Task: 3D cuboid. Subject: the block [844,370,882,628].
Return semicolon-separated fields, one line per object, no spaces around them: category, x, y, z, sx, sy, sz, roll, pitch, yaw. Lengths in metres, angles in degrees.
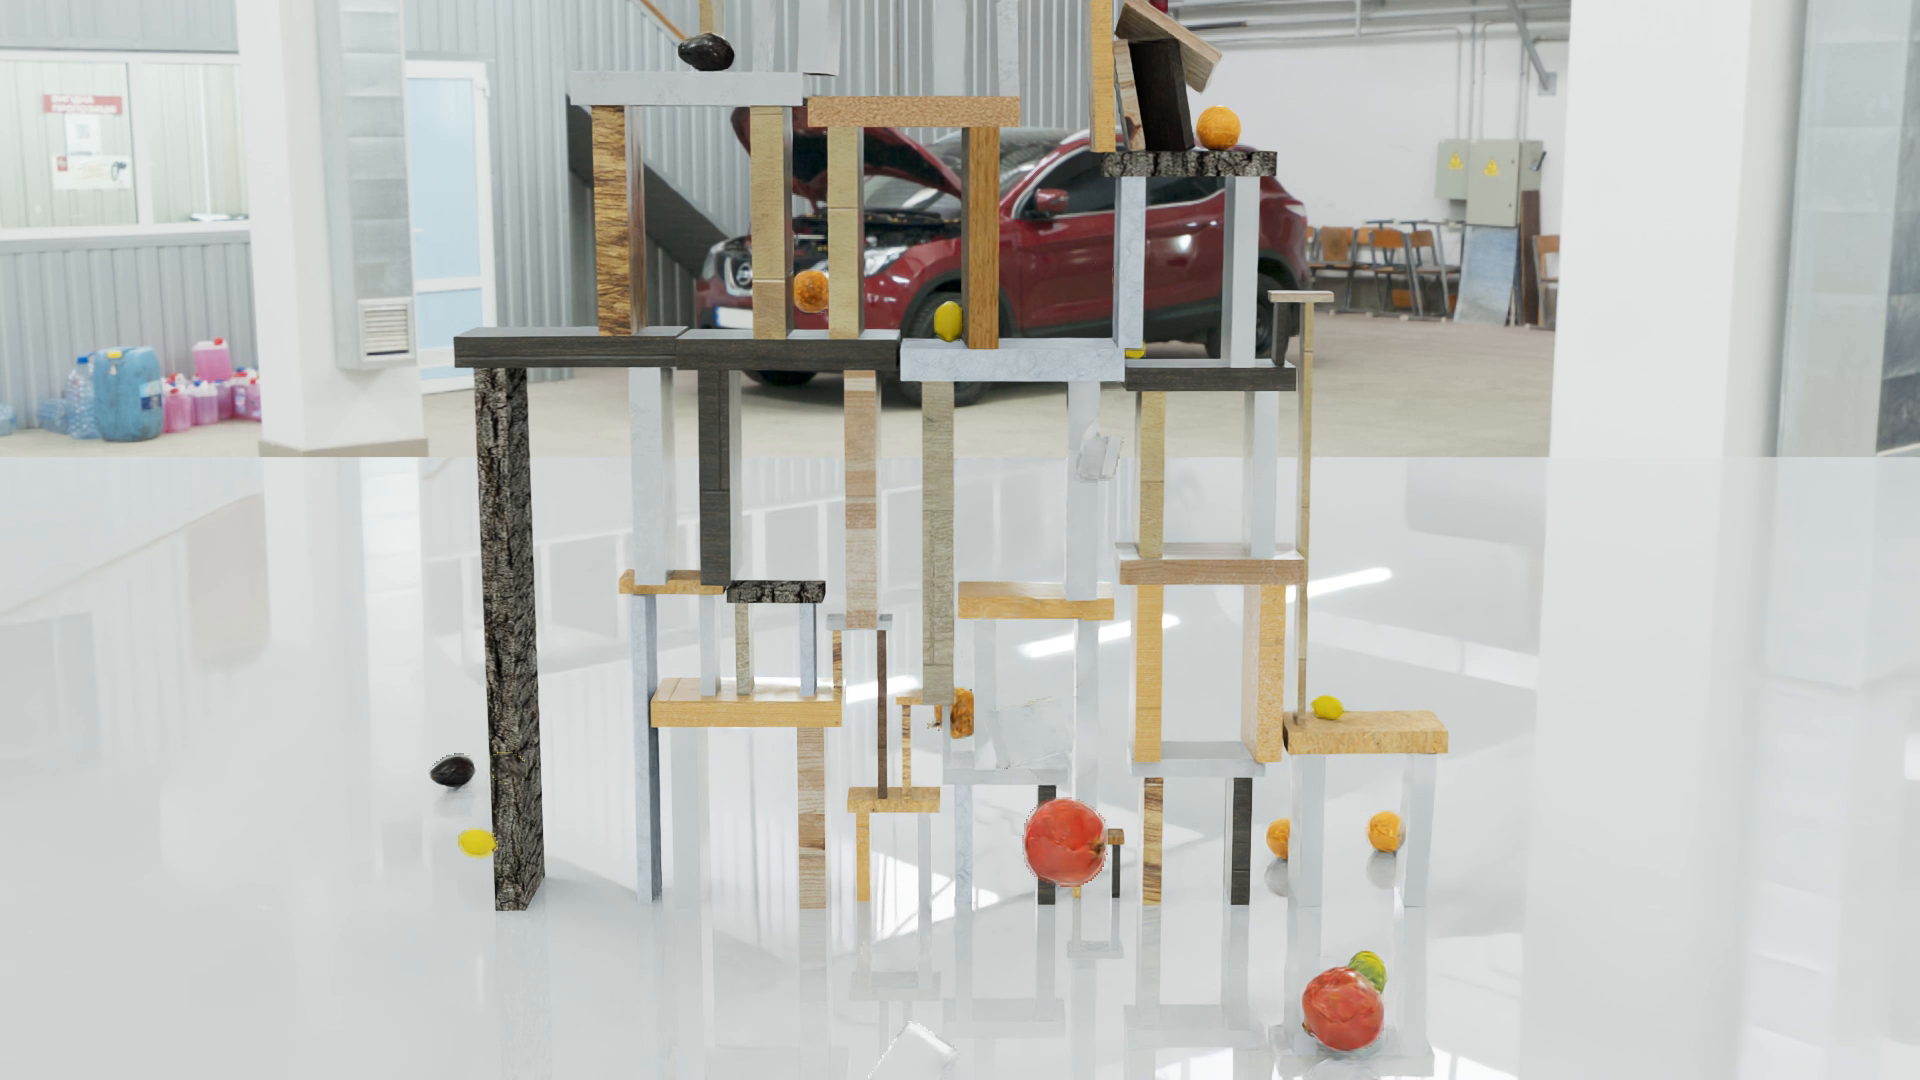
block;-0.155;-0.077;3.546;0.049;0.412;0.171;0;11;1

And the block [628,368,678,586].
block;-0.493;-0.114;3.543;0.049;0.346;0.173;0;11;-1

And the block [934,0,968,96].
block;-0.011;-0.861;3.395;0.044;0.346;0.155;2;11;1

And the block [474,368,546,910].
block;-0.734;0.153;3.592;0.049;0.887;0.173;0;11;0

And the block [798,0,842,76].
block;-0.213;-0.877;3.395;0.044;0.310;0.155;4;11;4

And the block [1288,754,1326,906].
block;0.575;0.462;3.647;0.037;0.259;0.130;0;11;0

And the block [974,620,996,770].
block;0.040;0.238;3.601;0.035;0.250;0.125;0;11;0

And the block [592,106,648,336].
block;-0.537;-0.508;3.483;0.050;0.353;0.176;0;11;1

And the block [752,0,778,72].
block;-0.301;-0.800;3.405;0.021;0.151;0.076;5;11;2

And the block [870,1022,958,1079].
block;-0.062;0.586;2.366;0.060;0.017;0.121;28;66;22

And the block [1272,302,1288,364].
block;0.508;-0.331;3.500;0.014;0.099;0.050;1;11;0

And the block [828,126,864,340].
block;-0.179;-0.487;3.470;0.046;0.324;0.162;0;11;1

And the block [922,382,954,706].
block;-0.035;-0.007;3.560;0.049;0.522;0.175;0;11;0

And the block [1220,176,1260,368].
block;0.443;-0.427;3.480;0.037;0.295;0.132;0;11;0

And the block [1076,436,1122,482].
block;0.210;-0.123;3.342;0.017;0.060;0.121;16;-6;-14

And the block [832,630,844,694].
block;-0.199;0.193;3.593;0.015;0.107;0.054;0;11;0

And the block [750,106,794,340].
block;-0.295;-0.503;3.468;0.050;0.356;0.176;0;11;0

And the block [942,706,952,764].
block;-0.022;0.313;3.613;0.014;0.099;0.050;0;11;0

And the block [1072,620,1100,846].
block;0.206;0.301;3.610;0.035;0.378;0.125;0;11;1

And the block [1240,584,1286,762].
block;0.495;0.202;3.595;0.041;0.293;0.146;-1;11;-3

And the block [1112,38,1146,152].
block;0.259;-0.692;3.427;0.024;0.169;0.085;-11;11;1

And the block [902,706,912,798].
block;-0.088;0.342;3.619;0.014;0.159;0.049;0;11;0

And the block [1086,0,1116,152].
block;0.217;-0.757;3.415;0.031;0.303;0.110;-3;11;-1

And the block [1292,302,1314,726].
block;0.554;-0.040;3.553;0.014;0.690;0.050;-1;11;0

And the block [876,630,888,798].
block;-0.127;0.280;3.609;0.015;0.284;0.054;0;11;0

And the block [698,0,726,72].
block;-0.387;-0.806;3.434;0.021;0.151;0.076;1;11;7

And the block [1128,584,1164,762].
block;0.303;0.202;3.596;0.041;0.293;0.146;0;11;0

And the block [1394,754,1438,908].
block;0.756;0.462;3.645;0.037;0.259;0.130;3;11;5

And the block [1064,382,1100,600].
block;0.196;-0.092;3.544;0.049;0.349;0.175;0;11;1

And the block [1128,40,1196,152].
block;0.312;-0.689;3.413;0.085;0.169;0.024;11;31;44

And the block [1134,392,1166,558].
block;0.304;-0.115;3.542;0.038;0.266;0.133;0;11;0

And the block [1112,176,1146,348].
block;0.267;-0.441;3.473;0.037;0.265;0.132;0;11;0

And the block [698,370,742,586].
block;-0.385;-0.112;3.543;0.049;0.343;0.171;1;11;1

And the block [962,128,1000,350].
block;0.031;-0.478;3.465;0.046;0.339;0.162;-1;11;-4

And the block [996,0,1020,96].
block;0.073;-0.799;3.407;0.031;0.220;0.110;-2;11;1

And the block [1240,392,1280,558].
block;0.482;-0.114;3.541;0.038;0.266;0.133;0;11;0
